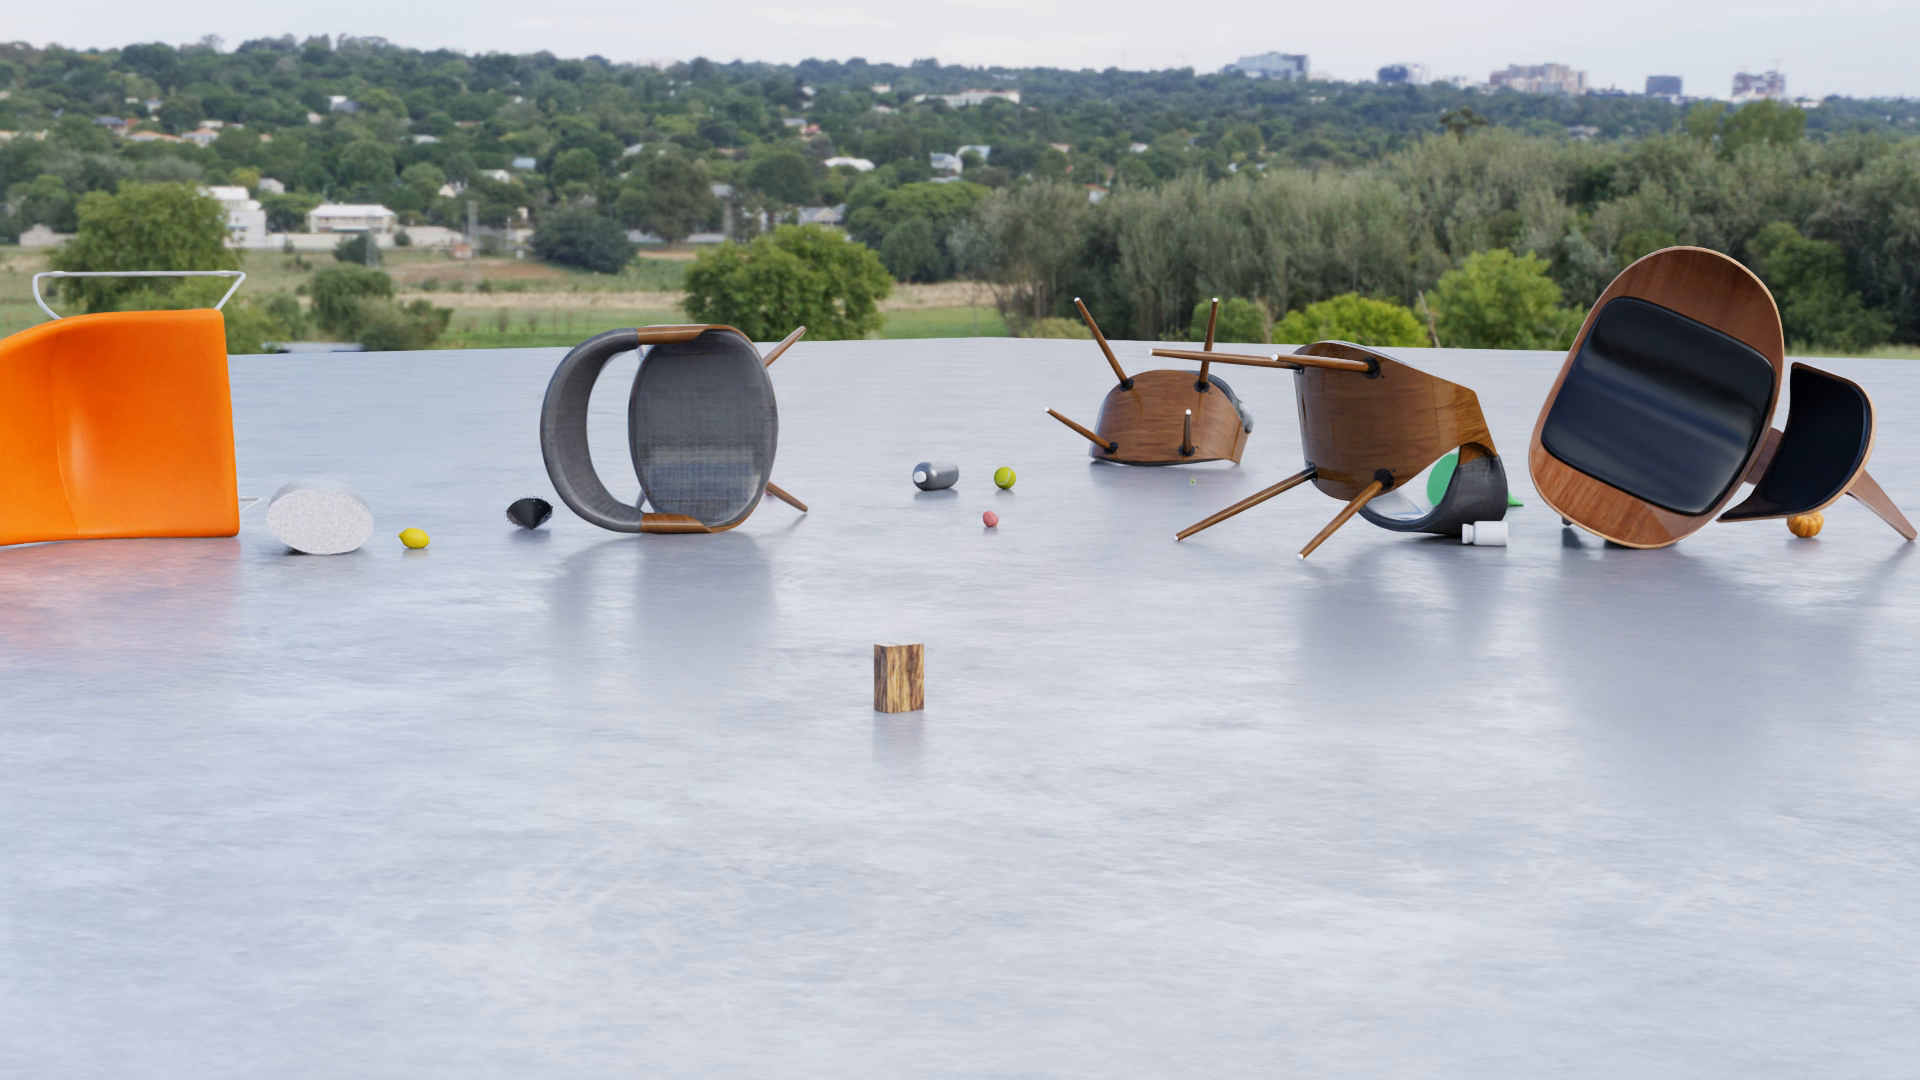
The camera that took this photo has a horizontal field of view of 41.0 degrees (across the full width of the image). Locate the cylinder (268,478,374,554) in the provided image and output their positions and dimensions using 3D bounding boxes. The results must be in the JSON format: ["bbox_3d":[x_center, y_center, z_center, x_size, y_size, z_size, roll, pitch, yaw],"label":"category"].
[{"bbox_3d":[-1.551,-0.059,6.219,0.246,0.154,0.331,7,4,-15],"label":"cylinder"}]

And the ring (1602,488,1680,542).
[{"bbox_3d":[1.725,-0.062,6.497,0.184,0.108,0.483,1,7,23],"label":"ring"}]

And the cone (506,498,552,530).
[{"bbox_3d":[-1.117,-0.048,6.677,0.119,0.107,0.067,-2,45,-14],"label":"cone"}]

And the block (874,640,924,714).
[{"bbox_3d":[-0.093,0.208,3.898,0.066,0.102,0.038,-4,7,-33],"label":"block"}]

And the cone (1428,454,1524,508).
[{"bbox_3d":[1.506,-0.135,7.345,0.256,0.159,0.251,17,0,-14],"label":"cone"}]
